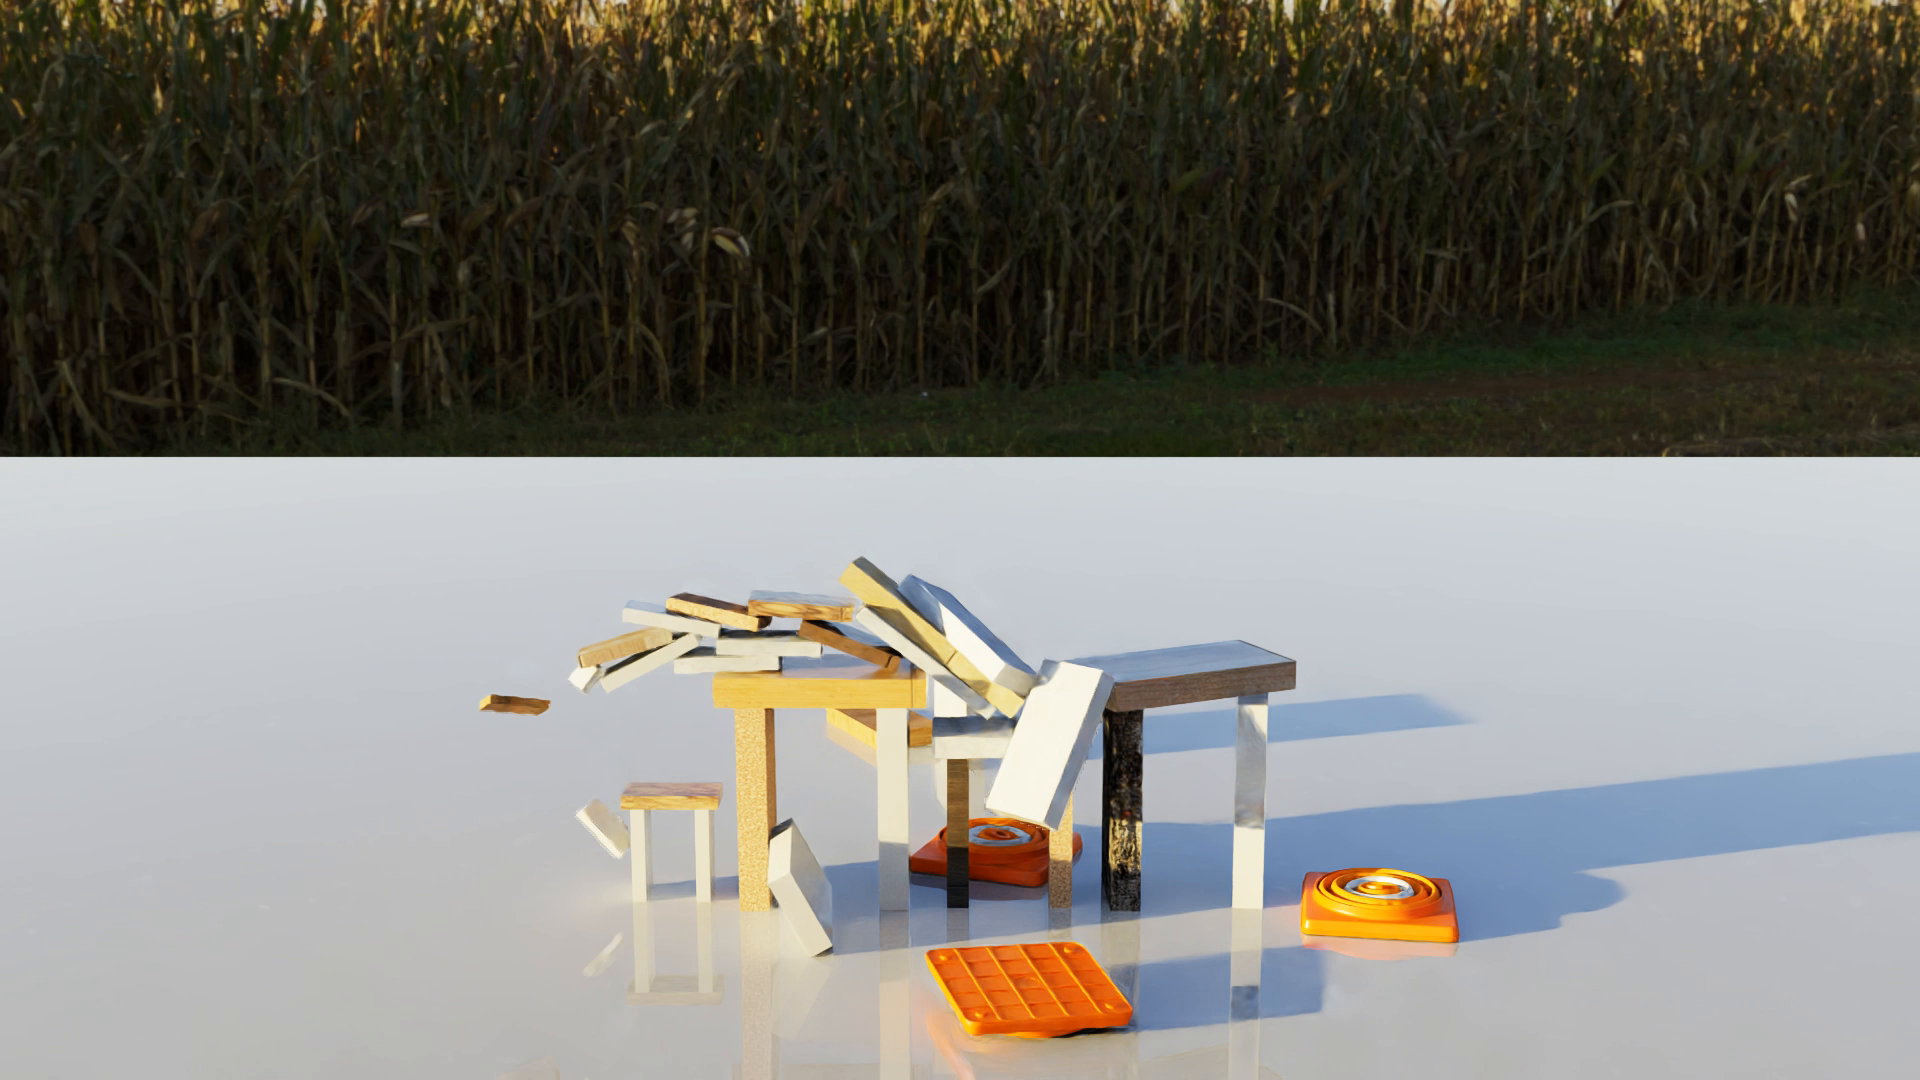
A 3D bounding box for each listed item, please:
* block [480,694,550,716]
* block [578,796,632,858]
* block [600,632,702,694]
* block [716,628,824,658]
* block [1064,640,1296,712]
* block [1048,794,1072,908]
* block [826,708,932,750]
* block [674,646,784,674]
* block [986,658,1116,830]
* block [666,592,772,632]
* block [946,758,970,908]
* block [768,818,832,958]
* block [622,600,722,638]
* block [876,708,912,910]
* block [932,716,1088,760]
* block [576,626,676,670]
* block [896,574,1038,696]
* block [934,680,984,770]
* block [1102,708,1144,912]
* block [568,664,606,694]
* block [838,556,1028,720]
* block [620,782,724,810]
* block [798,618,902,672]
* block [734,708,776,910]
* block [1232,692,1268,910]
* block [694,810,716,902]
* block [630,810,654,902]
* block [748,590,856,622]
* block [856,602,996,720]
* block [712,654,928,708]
[{"bbox_3d":[-0.730,0.270,3.605,0.100,0.014,0.050,9,-21,-29],"label":"block"},{"bbox_3d":[-0.587,0.479,3.663,0.014,0.100,0.050,-41,2,31],"label":"block"},{"bbox_3d":[-0.504,0.193,3.597,0.169,0.024,0.085,-27,9,1],"label":"block"},{"bbox_3d":[-0.310,0.168,3.589,0.169,0.024,0.085,1,11,-1],"label":"block"},{"bbox_3d":[0.364,0.223,3.636,0.343,0.049,0.171,-5,12,-26],"label":"block"},{"bbox_3d":[0.166,0.467,3.641,0.036,0.253,0.126,0,11,1],"label":"block"},{"bbox_3d":[-0.165,0.388,4.652,0.136,0.039,0.273,-6,12,-26],"label":"block"},{"bbox_3d":[-0.378,0.194,3.597,0.169,0.024,0.085,-2,11,0],"label":"block"},{"bbox_3d":[0.143,0.322,3.487,0.129,0.257,0.036,9,-19,46],"label":"block"},{"bbox_3d":[-0.393,0.117,3.594,0.157,0.022,0.078,12,8,11],"label":"block"},{"bbox_3d":[-0.003,0.467,3.641,0.036,0.253,0.126,0,11,0],"label":"block"},{"bbox_3d":[-0.254,0.550,3.506,0.039,0.136,0.273,-28,11,2],"label":"block"},{"bbox_3d":[-0.467,0.128,3.582,0.157,0.022,0.078,10,8,-3],"label":"block"},{"bbox_3d":[-0.108,0.422,3.640,0.048,0.341,0.171,0,11,0],"label":"block"},{"bbox_3d":[0.081,0.325,3.614,0.253,0.036,0.126,0,11,1],"label":"block"},{"bbox_3d":[-0.544,0.171,3.590,0.157,0.022,0.078,-17,9,-2],"label":"block"},{"bbox_3d":[0.016,0.157,3.612,0.257,0.036,0.129,42,8,35],"label":"block"},{"bbox_3d":[-0.002,0.367,4.494,0.039,0.136,0.273,-1,11,-14],"label":"block"},{"bbox_3d":[0.268,0.421,3.639,0.049,0.343,0.171,0,11,-1],"label":"block"},{"bbox_3d":[-0.612,0.222,3.610,0.014,0.050,0.100,41,-9,-22],"label":"block"},{"bbox_3d":[-0.040,0.158,3.621,0.360,0.036,0.129,39,7,2],"label":"block"},{"bbox_3d":[-0.476,0.423,3.638,0.158,0.022,0.079,0,11,0],"label":"block"},{"bbox_3d":[-0.178,0.164,3.585,0.170,0.024,0.085,21,10,-4],"label":"block"},{"bbox_3d":[-0.336,0.422,3.640,0.048,0.341,0.171,0,11,0],"label":"block"},{"bbox_3d":[0.483,0.419,3.651,0.049,0.343,0.171,2,11,8],"label":"block"},{"bbox_3d":[-0.423,0.512,3.654,0.022,0.158,0.079,0,11,0],"label":"block"},{"bbox_3d":[-0.529,0.512,3.654,0.022,0.158,0.079,0,11,0],"label":"block"},{"bbox_3d":[-0.258,0.108,3.590,0.170,0.024,0.085,4,10,-1],"label":"block"},{"bbox_3d":[-0.053,0.193,3.594,0.271,0.024,0.085,38,8,-5],"label":"block"},{"bbox_3d":[-0.224,0.230,3.604,0.341,0.048,0.171,0,11,0],"label":"block"}]
